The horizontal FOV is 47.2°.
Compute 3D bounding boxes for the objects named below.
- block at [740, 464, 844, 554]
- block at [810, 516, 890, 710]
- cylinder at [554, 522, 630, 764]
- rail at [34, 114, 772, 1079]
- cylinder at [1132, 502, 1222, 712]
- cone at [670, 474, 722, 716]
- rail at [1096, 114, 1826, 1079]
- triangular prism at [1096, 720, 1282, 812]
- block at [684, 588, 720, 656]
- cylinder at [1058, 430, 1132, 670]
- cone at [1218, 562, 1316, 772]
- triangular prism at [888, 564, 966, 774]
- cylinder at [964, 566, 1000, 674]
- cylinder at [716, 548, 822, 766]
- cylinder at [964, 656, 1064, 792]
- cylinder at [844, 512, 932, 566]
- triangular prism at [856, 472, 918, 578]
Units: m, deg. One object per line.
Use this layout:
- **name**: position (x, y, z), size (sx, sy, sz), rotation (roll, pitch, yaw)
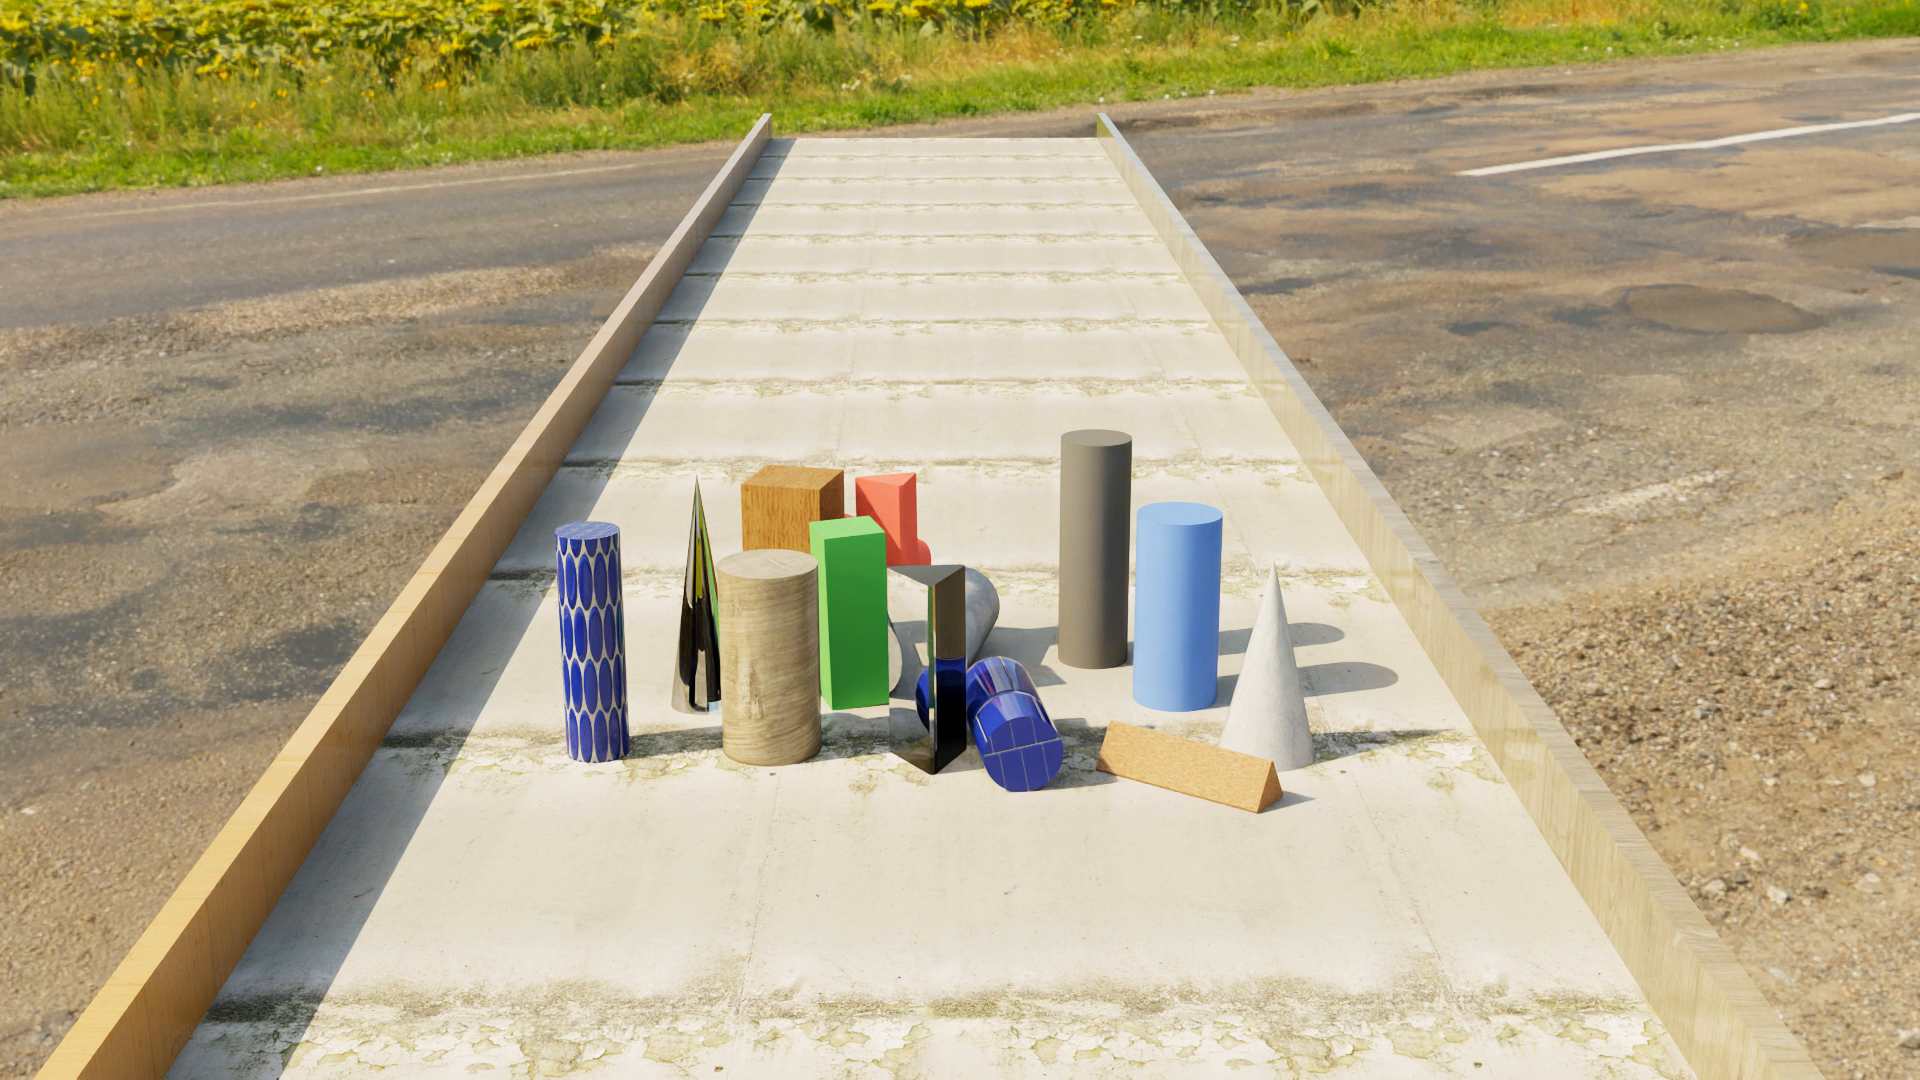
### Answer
- **block**: position (-0.328, 0.058, 4.369), size (0.160, 0.379, 0.160), rotation (4, 17, 14)
- **block**: position (-0.207, 0.138, 4.164), size (0.117, 0.339, 0.117), rotation (-7, 18, -16)
- **cylinder**: position (-0.650, 0.181, 3.892), size (0.113, 0.414, 0.113), rotation (0, 17, 0)
- **rail**: position (-1.118, -0.838, 7.780), size (0.050, 0.150, 12.000), rotation (0, 17, -1)
- **cylinder**: position (0.411, 0.125, 4.162), size (0.160, 0.367, 0.160), rotation (0, 17, 0)
- **cone**: position (-0.486, 0.092, 4.119), size (0.128, 0.454, 0.128), rotation (0, 17, 0)
- **rail**: position (0.932, -0.844, 7.801), size (0.050, 0.150, 12.000), rotation (0, 17, -1)
- **triangular prism**: position (0.395, 0.382, 3.796), size (0.321, 0.079, 0.091), rotation (12, 20, 34)
- **block**: position (-0.403, 0.144, 4.566), size (0.332, 0.100, 0.100), rotation (-13, 21, -36)
- **cylinder**: position (0.267, 0.018, 4.364), size (0.140, 0.456, 0.140), rotation (0, 17, 0)
- **cone**: position (0.548, 0.207, 3.889), size (0.176, 0.365, 0.176), rotation (0, 17, 0)
- **triangular prism**: position (-0.039, 0.219, 3.879), size (0.117, 0.347, 0.135), rotation (-12, 20, -33)
- **cylinder**: position (-0.031, 0.179, 4.342), size (0.161, 0.161, 0.349), rotation (3, 17, 11)
- **cylinder**: position (-0.338, 0.208, 3.916), size (0.178, 0.348, 0.178), rotation (0, 17, 0)
- **cylinder**: position (0.087, 0.323, 3.898), size (0.139, 0.139, 0.307), rotation (-2, 17, -8)
- **cylinder**: position (-0.223, 0.017, 4.718), size (0.332, 0.127, 0.127), rotation (20, -1, -43)
- **triangular prism**: position (-0.123, 0.049, 4.426), size (0.126, 0.360, 0.109), rotation (11, 18, 40)
